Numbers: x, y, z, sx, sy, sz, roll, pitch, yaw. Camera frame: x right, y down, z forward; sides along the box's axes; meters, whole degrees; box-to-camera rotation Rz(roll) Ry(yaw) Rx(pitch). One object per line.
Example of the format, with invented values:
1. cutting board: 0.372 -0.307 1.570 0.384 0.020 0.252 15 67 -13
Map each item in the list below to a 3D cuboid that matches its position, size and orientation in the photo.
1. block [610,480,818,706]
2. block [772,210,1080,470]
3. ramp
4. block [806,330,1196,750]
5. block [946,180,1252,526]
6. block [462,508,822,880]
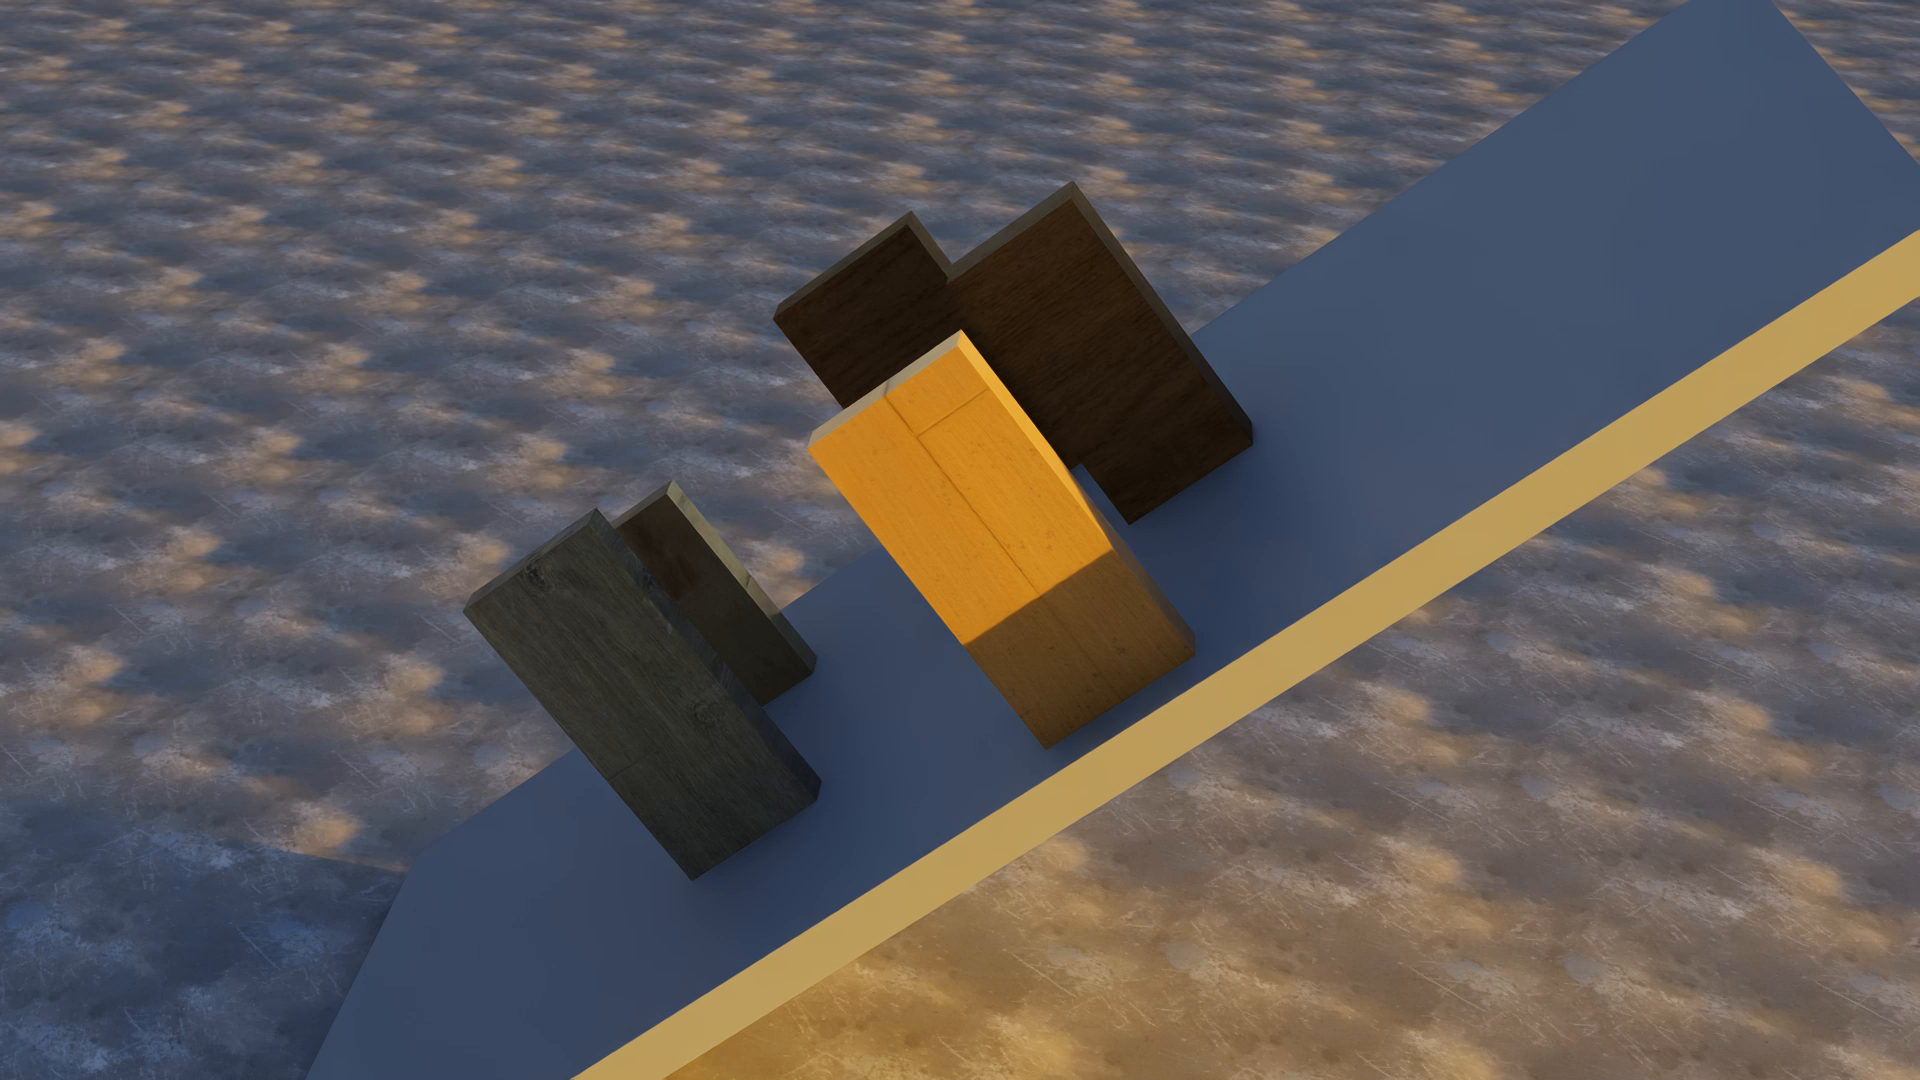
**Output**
1. block: -0.630 0.171 6.824 0.327 0.546 0.091 -34 16 16
2. block: -0.064 -0.368 6.820 0.387 0.692 0.114 -34 16 16
3. ramp: 0.131 0.177 6.316 4.000 0.100 2.000 -34 16 16
4. block: 0.081 0.007 5.357 0.337 0.729 0.093 -34 16 16
5. block: 0.295 -0.388 6.150 0.316 0.649 0.142 -34 16 16
6. block: -0.648 0.323 6.046 0.332 0.750 0.093 -34 16 16
